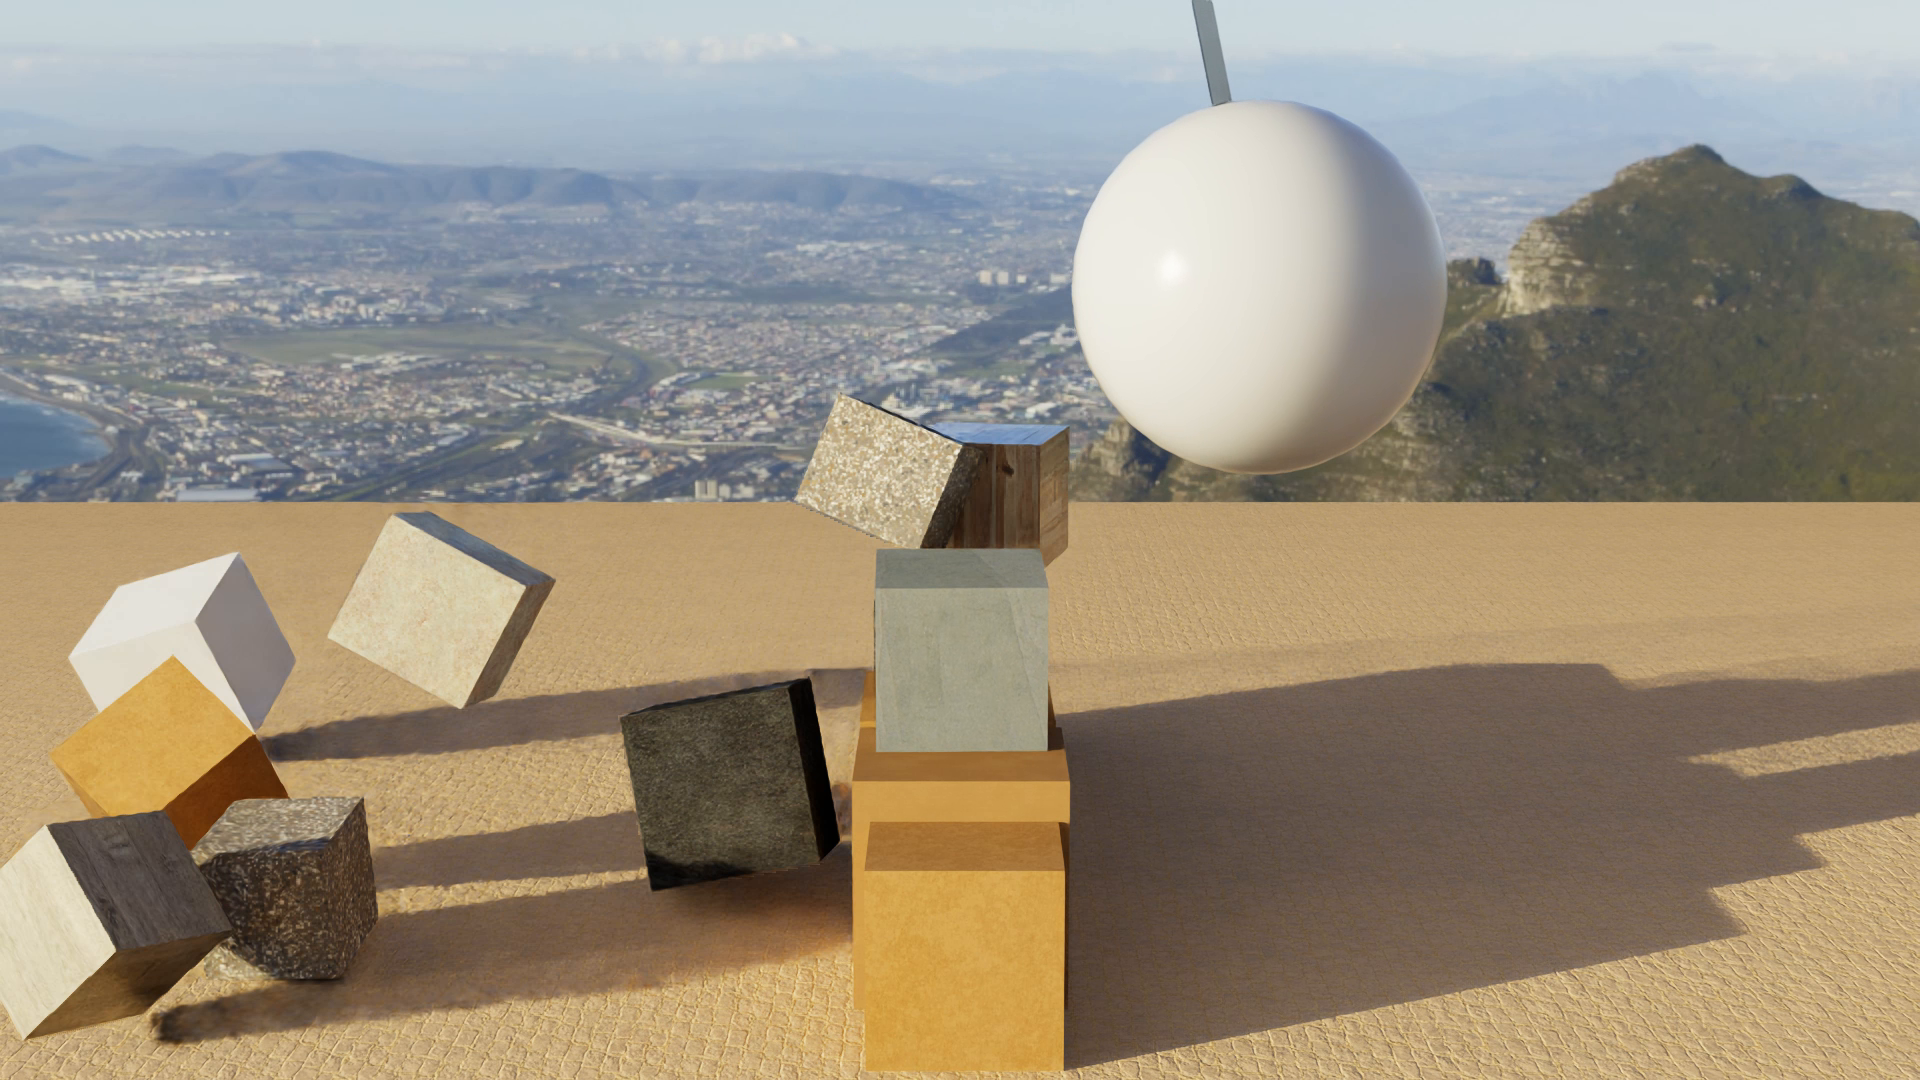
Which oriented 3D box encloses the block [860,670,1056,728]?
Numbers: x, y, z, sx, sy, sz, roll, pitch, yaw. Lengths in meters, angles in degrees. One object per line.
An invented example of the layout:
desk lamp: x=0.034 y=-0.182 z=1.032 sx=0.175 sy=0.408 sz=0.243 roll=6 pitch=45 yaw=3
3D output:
block: x=-0.013 y=1.107 z=10.914 sx=0.794 sy=0.918 sz=0.895 roll=0 pitch=10 yaw=0

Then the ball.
ball: x=1.277 y=-1.079 z=10.984 sx=1.600 sy=1.600 sz=1.600 roll=0 pitch=10 yaw=0

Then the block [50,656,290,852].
block: x=-3.350 y=1.019 z=10.931 sx=0.560 sy=0.635 sz=0.643 roll=38 pitch=66 yaw=23

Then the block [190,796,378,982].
block: x=-2.686 y=1.384 z=10.227 sx=0.531 sy=0.537 sz=0.558 roll=-2 pitch=16 yaw=4

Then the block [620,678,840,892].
block: x=-0.979 y=1.041 z=11.087 sx=0.721 sy=0.740 sz=0.746 roll=-11 pitch=-1 yaw=4

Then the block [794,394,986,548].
block: x=-0.293 y=-0.280 z=11.125 sx=0.575 sy=0.491 sz=0.618 roll=23 pitch=3 yaw=9

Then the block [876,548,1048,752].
block: x=0.000 y=0.430 z=10.249 sx=0.668 sy=0.659 sz=0.645 roll=0 pitch=14 yaw=-1

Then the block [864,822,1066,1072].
block: x=0.016 y=1.475 z=9.380 sx=0.706 sy=0.742 sz=0.605 roll=0 pitch=10 yaw=0

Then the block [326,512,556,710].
block: x=-2.265 y=0.297 z=11.281 sx=0.657 sy=0.595 sz=0.681 roll=28 pitch=2 yaw=1

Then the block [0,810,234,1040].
block: x=-3.168 y=1.401 z=9.404 sx=0.560 sy=0.544 sz=0.597 roll=-41 pitch=-17 yaw=19

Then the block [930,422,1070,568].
block: x=0.127 y=-0.205 z=11.752 sx=0.628 sy=0.574 sz=0.657 roll=2 pitch=10 yaw=13

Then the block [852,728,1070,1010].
block: x=0.003 y=1.271 z=10.071 sx=0.815 sy=0.896 sz=0.806 roll=0 pitch=10 yaw=0

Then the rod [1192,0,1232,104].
rod: x=0.553 y=-4.348 z=10.390 sx=0.080 sy=5.200 sz=0.080 roll=-12 pitch=10 yaw=2

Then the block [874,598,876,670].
block: x=0.005 y=0.697 z=13.273 sx=0.872 sy=0.880 sz=0.807 roll=0 pitch=10 yaw=0

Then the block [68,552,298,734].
block: x=-3.984 y=0.614 z=13.210 sx=0.711 sy=0.692 sz=0.732 roll=-16 pitch=26 yaw=11
